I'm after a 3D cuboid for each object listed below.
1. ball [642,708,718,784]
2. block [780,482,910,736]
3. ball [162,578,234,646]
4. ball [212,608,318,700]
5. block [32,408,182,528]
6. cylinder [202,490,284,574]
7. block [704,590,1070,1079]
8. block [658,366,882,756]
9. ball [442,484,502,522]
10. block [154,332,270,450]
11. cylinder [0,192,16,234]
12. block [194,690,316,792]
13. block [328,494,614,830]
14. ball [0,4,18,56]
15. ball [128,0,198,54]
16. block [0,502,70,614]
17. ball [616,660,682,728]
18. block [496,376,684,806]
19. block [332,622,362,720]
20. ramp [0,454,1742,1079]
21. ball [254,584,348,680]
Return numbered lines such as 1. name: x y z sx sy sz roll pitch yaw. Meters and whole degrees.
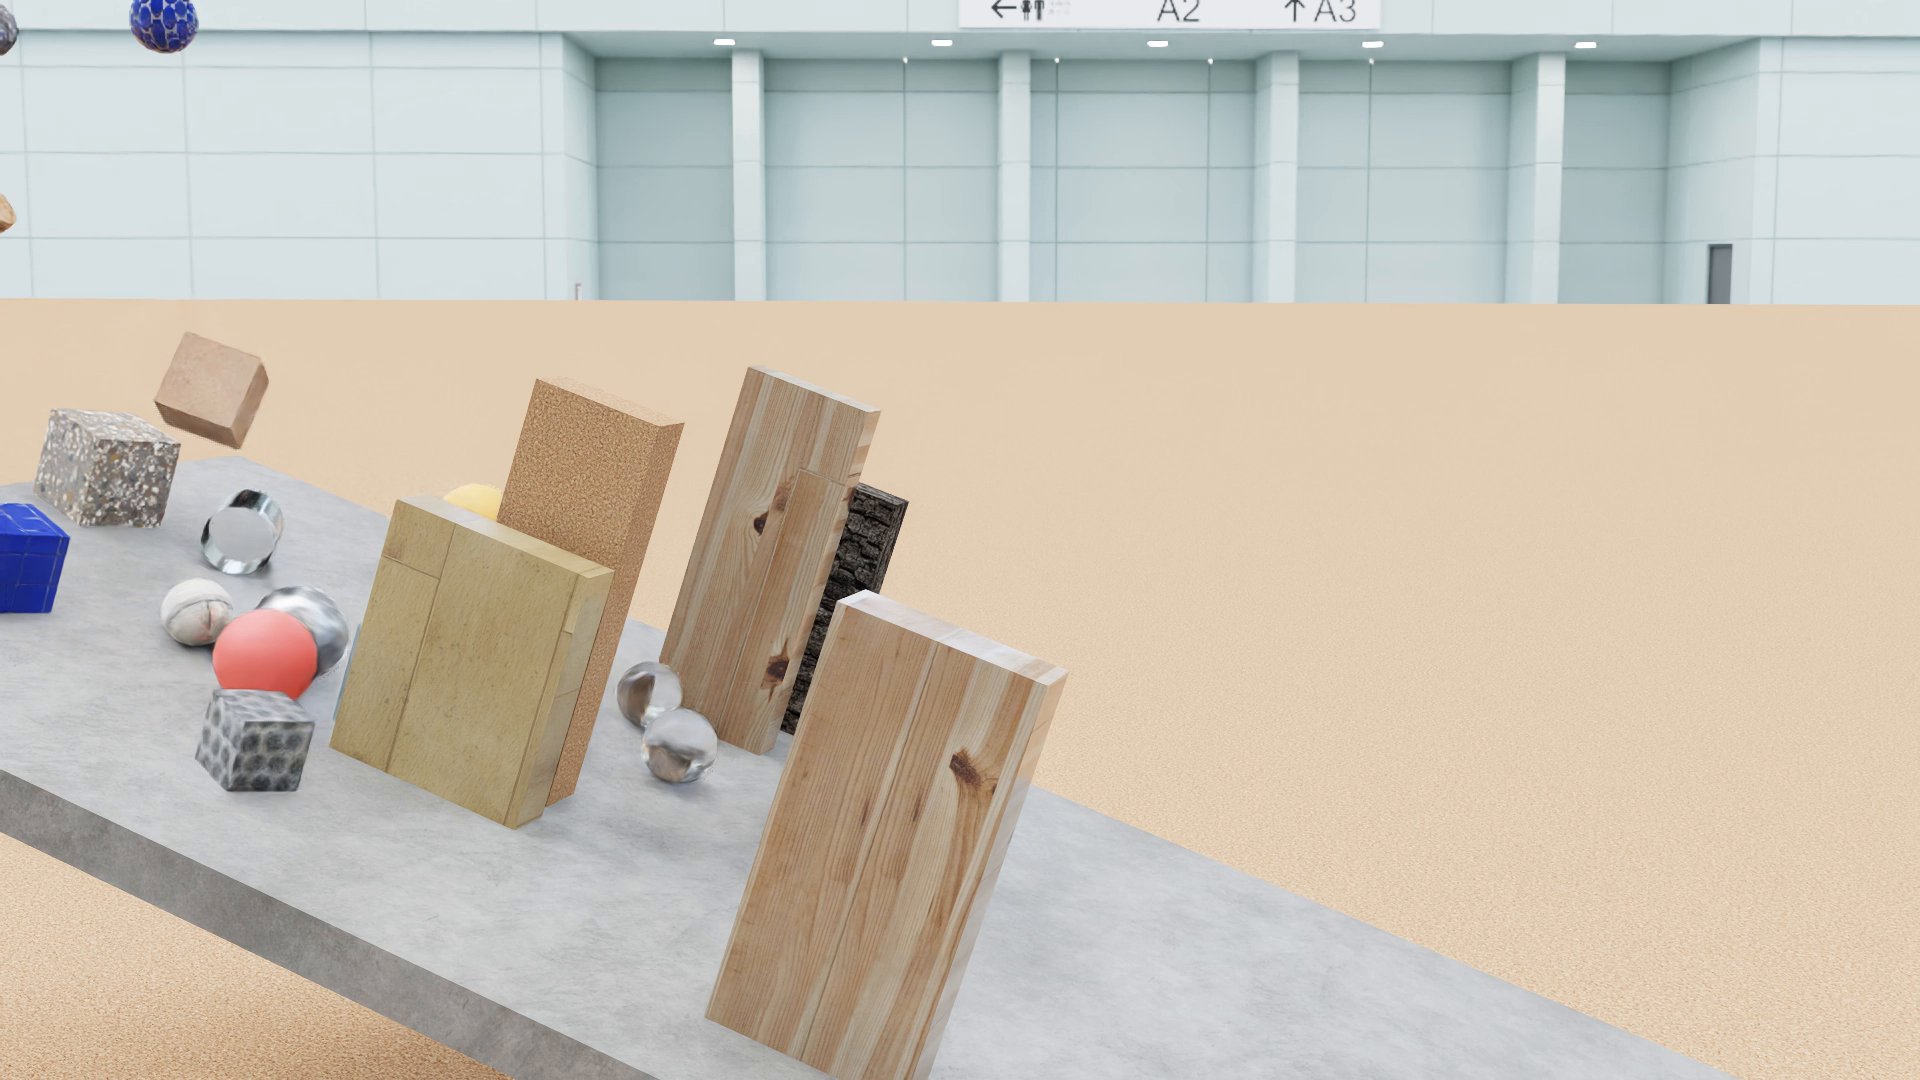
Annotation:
1. ball: -0.557 0.409 4.371 0.151 0.151 0.151 0 7 0
2. block: -0.338 0.137 4.893 0.277 0.575 0.086 21 12 14
3. ball: -1.477 0.139 4.259 0.132 0.132 0.132 0 7 0
4. ball: -1.282 0.220 4.061 0.185 0.185 0.185 0 7 0
5. block: -1.878 -0.159 4.841 0.198 0.198 0.198 26 14 34
6. cylinder: -1.562 -0.018 4.795 0.151 0.151 0.151 -1 15 -9
7. block: -0.118 0.473 3.393 0.346 0.706 0.128 21 12 14
8. block: -0.424 0.045 4.685 0.282 0.780 0.083 21 12 14
9. ball: -1.181 -0.039 5.352 0.194 0.194 0.194 0 7 0
10. block: -1.696 -0.337 4.992 0.176 0.176 0.176 20 -17 -6
11. cylinder: -1.925 -0.624 4.237 0.140 0.140 0.140 -36 6 3
12. block: -1.205 0.342 3.758 0.130 0.130 0.130 6 17 -46
13. block: -0.880 0.216 3.951 0.395 0.485 0.101 21 12 14
14. ball: -2.018 -1.060 4.560 0.119 0.119 0.119 0 7 0
15. ball: -1.696 -1.107 4.684 0.140 0.140 0.140 0 7 0
16. block: -1.814 0.032 4.161 0.159 0.159 0.159 29 16 36
17. ball: -0.653 0.324 4.623 0.140 0.140 0.140 0 7 0
18. block: -0.747 0.094 4.059 0.254 0.747 0.111 21 12 14
19. block: -1.033 0.270 4.181 0.195 0.195 0.195 22 12 15
20. ramp: -0.347 0.647 4.220 4.000 0.100 2.000 21 12 14
21. ball: -1.276 0.179 4.242 0.187 0.187 0.187 0 7 0
